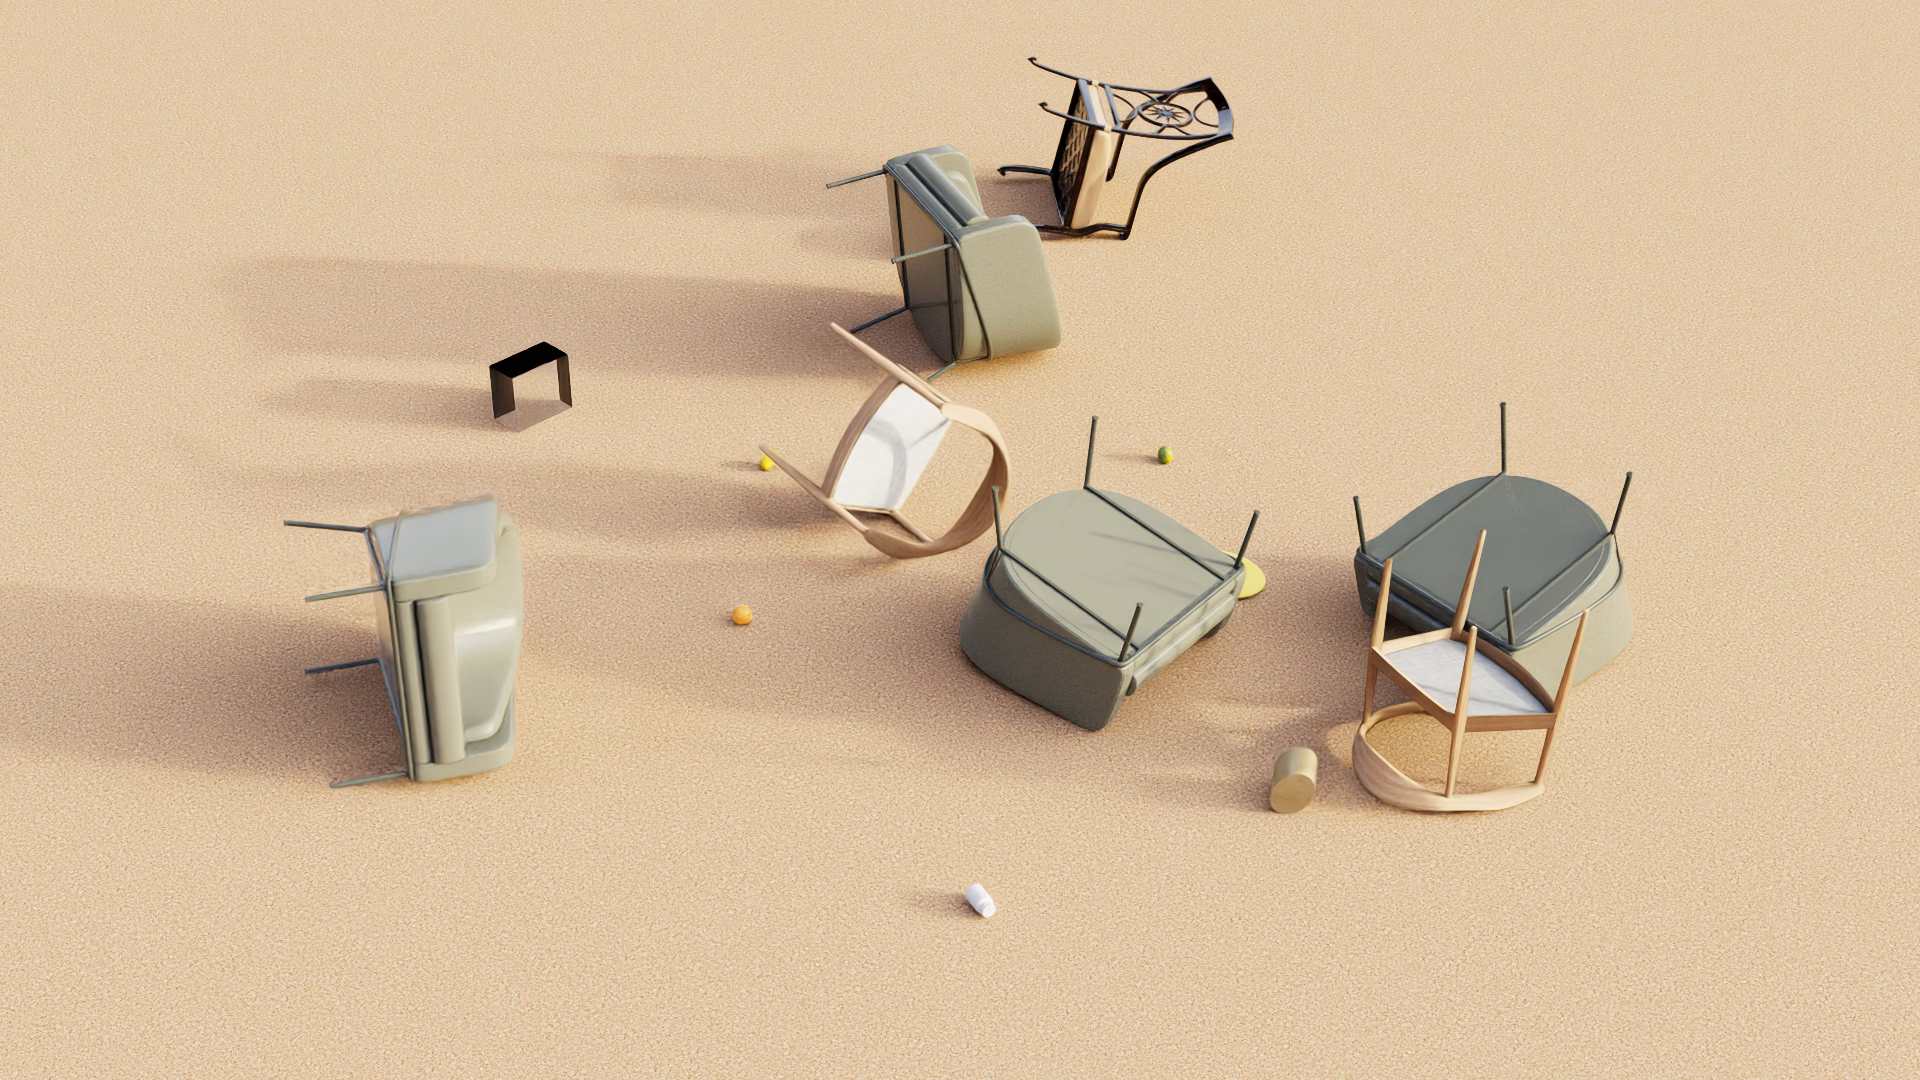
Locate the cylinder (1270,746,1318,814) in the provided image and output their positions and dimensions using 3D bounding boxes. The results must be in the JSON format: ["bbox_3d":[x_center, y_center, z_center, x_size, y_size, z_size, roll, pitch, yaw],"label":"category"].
[{"bbox_3d":[1.092,0.787,9.597,0.128,0.180,0.148,30,33,-9],"label":"cylinder"}]

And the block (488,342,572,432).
[{"bbox_3d":[-1.704,-0.608,11.645,0.150,0.245,0.278,28,43,36],"label":"block"}]

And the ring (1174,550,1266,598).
[{"bbox_3d":[0.948,0.122,10.720,0.358,0.044,0.277,21,39,29],"label":"ring"}]

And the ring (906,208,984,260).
[{"bbox_3d":[-0.067,-1.347,12.869,0.348,0.135,0.345,-21,40,-30],"label":"ring"}]
